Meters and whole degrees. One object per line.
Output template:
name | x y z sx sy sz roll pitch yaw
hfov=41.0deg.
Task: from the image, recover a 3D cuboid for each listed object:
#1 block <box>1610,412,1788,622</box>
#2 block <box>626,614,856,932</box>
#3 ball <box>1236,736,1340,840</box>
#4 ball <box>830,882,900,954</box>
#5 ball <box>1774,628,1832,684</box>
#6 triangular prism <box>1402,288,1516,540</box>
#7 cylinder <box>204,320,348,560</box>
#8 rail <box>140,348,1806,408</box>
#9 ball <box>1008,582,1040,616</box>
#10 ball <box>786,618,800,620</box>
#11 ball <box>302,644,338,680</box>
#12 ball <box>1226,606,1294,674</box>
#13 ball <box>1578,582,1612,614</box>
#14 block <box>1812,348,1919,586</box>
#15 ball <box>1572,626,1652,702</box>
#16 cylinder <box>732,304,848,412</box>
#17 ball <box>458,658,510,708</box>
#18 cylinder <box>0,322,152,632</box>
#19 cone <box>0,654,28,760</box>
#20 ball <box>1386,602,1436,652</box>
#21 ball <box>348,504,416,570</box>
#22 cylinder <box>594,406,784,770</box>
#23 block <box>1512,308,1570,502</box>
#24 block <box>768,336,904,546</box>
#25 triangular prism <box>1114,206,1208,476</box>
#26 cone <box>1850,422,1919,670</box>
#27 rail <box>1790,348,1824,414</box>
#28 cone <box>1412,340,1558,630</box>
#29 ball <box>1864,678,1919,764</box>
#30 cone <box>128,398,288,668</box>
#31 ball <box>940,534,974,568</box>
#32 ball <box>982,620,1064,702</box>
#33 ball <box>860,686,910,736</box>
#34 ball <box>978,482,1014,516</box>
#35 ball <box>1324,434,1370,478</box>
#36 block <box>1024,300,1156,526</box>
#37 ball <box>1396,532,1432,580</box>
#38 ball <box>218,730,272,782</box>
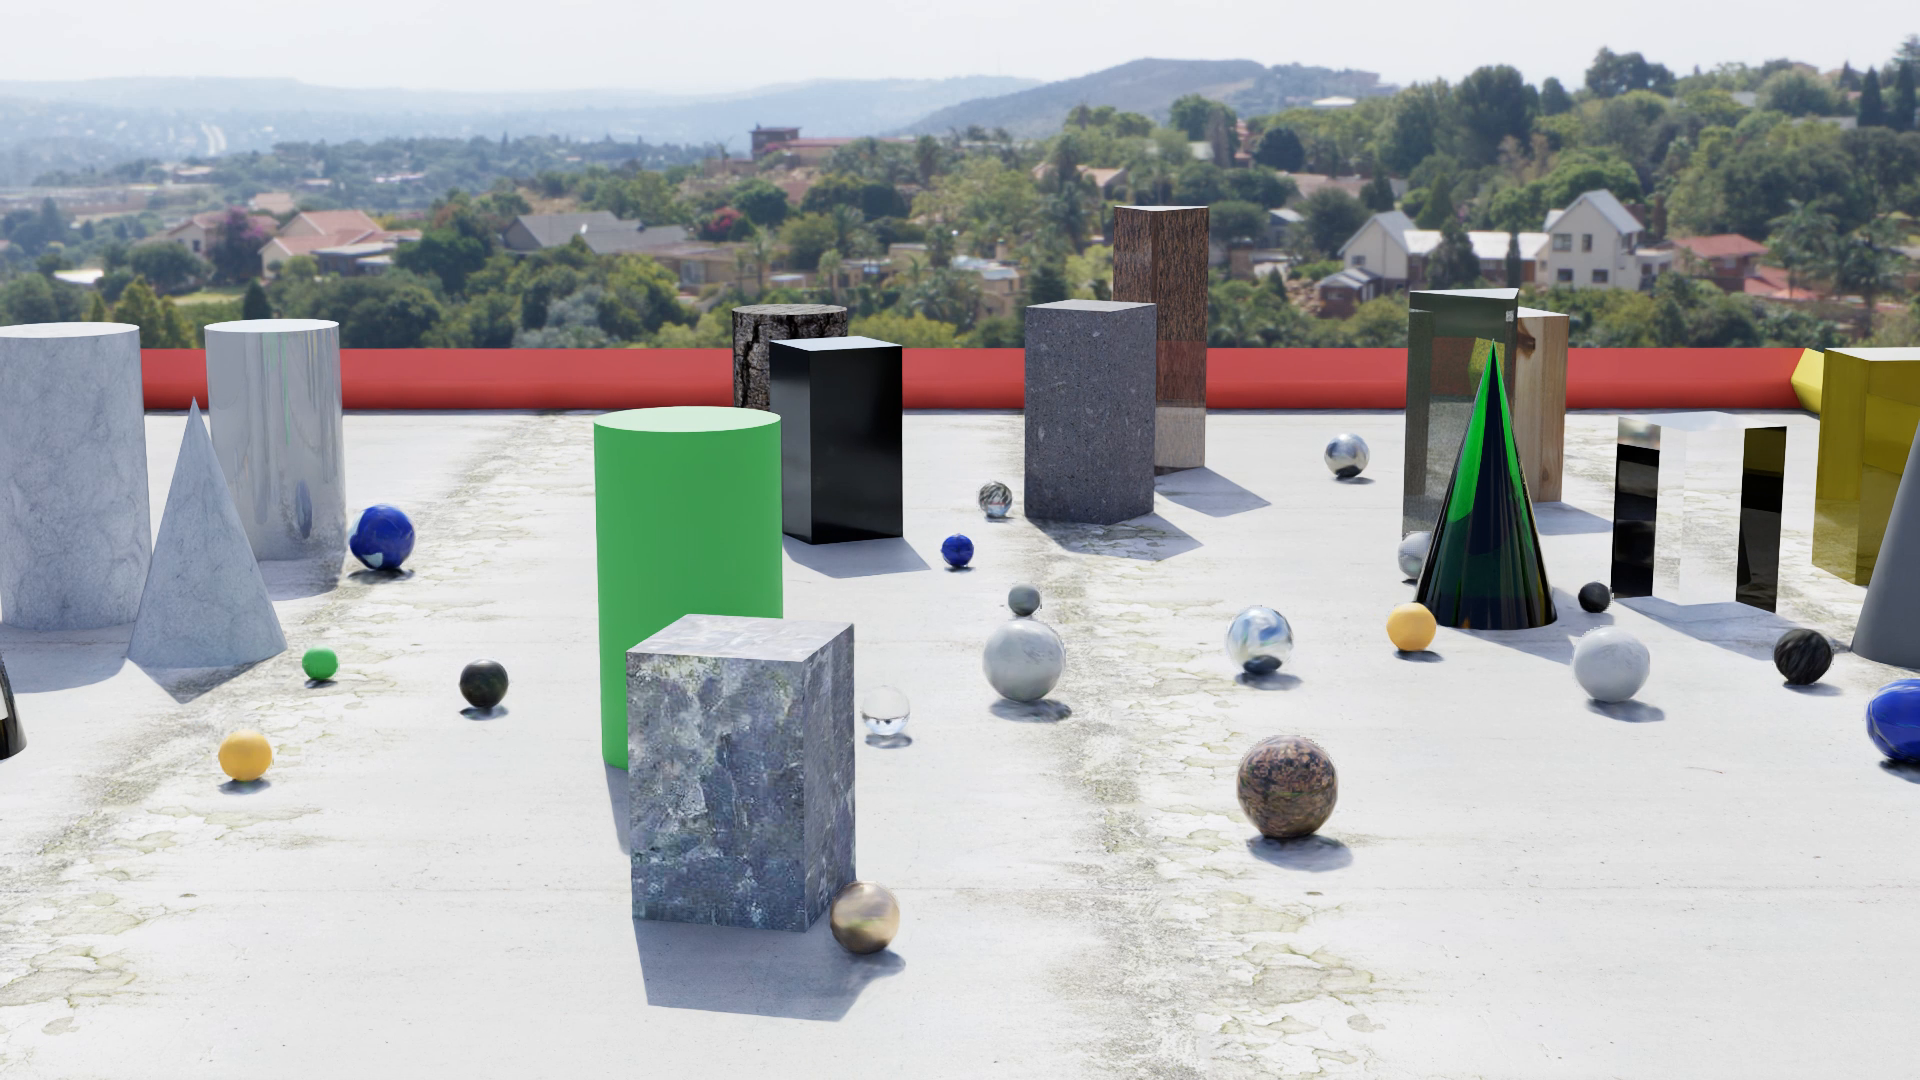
block | 0.996 -0.035 3.467 0.156 0.254 0.156 -4 11 -19
block | -0.189 0.200 2.251 0.156 0.236 0.156 3 11 13
ball | 0.311 0.236 2.439 0.098 0.098 0.098 0 11 0
ball | -0.079 0.313 2.127 0.059 0.059 0.059 0 11 0
ball | 1.003 0.138 3.054 0.066 0.066 0.066 0 11 0
triangular prism | 0.755 -0.155 3.703 0.169 0.406 0.147 10 15 44
cylinder | -1.032 -0.154 3.878 0.195 0.340 0.195 0 11 0
rail | -0.012 -0.342 5.469 3.649 0.127 0.045 0 11 0
ball | 0.086 0.079 3.428 0.044 0.044 0.044 0 11 0
ball | -0.209 0.119 3.216 0.044 0.044 0.044 0 11 0
ball | -0.766 0.147 3.071 0.042 0.042 0.042 0 11 0
ball | 0.363 0.121 3.101 0.081 0.081 0.081 0 11 0
ball | 0.852 0.077 3.443 0.043 0.043 0.043 0 11 0
block | 1.340 -0.108 3.686 0.156 0.320 0.156 -1 11 -4
ball | 0.753 0.144 2.963 0.088 0.088 0.088 0 11 0
cylinder | -0.288 -0.235 4.372 0.195 0.318 0.195 0 11 0
ball | -0.545 0.164 2.939 0.057 0.057 0.057 0 11 0
cylinder | -1.179 -0.088 3.400 0.195 0.383 0.195 0 11 0
cone | -1.106 -0.005 2.714 0.195 0.472 0.195 0 11 0
ball | 0.567 0.109 3.219 0.062 0.062 0.062 0 11 0
ball | -0.841 -0.004 3.734 0.097 0.097 0.097 0 11 0
cylinder | -0.286 0.050 2.721 0.195 0.360 0.195 0 11 0
block | 0.917 -0.229 4.352 0.156 0.314 0.156 -3 11 -18
block | -0.194 -0.158 4.012 0.156 0.299 0.156 -5 12 -27
triangular prism | 0.338 -0.365 4.653 0.147 0.473 0.169 8 13 38
cone | 1.217 -0.079 3.171 0.195 0.451 0.195 0 11 0
rail | 1.801 0.031 3.459 0.045 0.127 4.157 0 11 0
cone | 0.701 -0.083 3.406 0.195 0.371 0.195 0 11 0
ball | 1.001 0.191 2.703 0.090 0.090 0.090 0 11 0
cone | -0.947 -0.020 3.201 0.195 0.323 0.195 0 11 0
ball | -0.003 0.015 3.762 0.049 0.049 0.049 0 11 0
ball | 0.073 0.140 2.964 0.096 0.096 0.096 0 11 0
ball | -0.081 0.187 2.818 0.055 0.055 0.055 0 11 0
ball | 0.058 -0.066 4.180 0.057 0.057 0.057 0 11 0
ball | 0.690 -0.151 4.572 0.080 0.080 0.080 0 11 0
block | 0.212 -0.211 4.177 0.156 0.342 0.156 7 12 31
ball | 0.659 0.023 3.666 0.069 0.069 0.069 0 11 0
ball | -0.735 0.221 2.639 0.053 0.053 0.053 0 11 0
